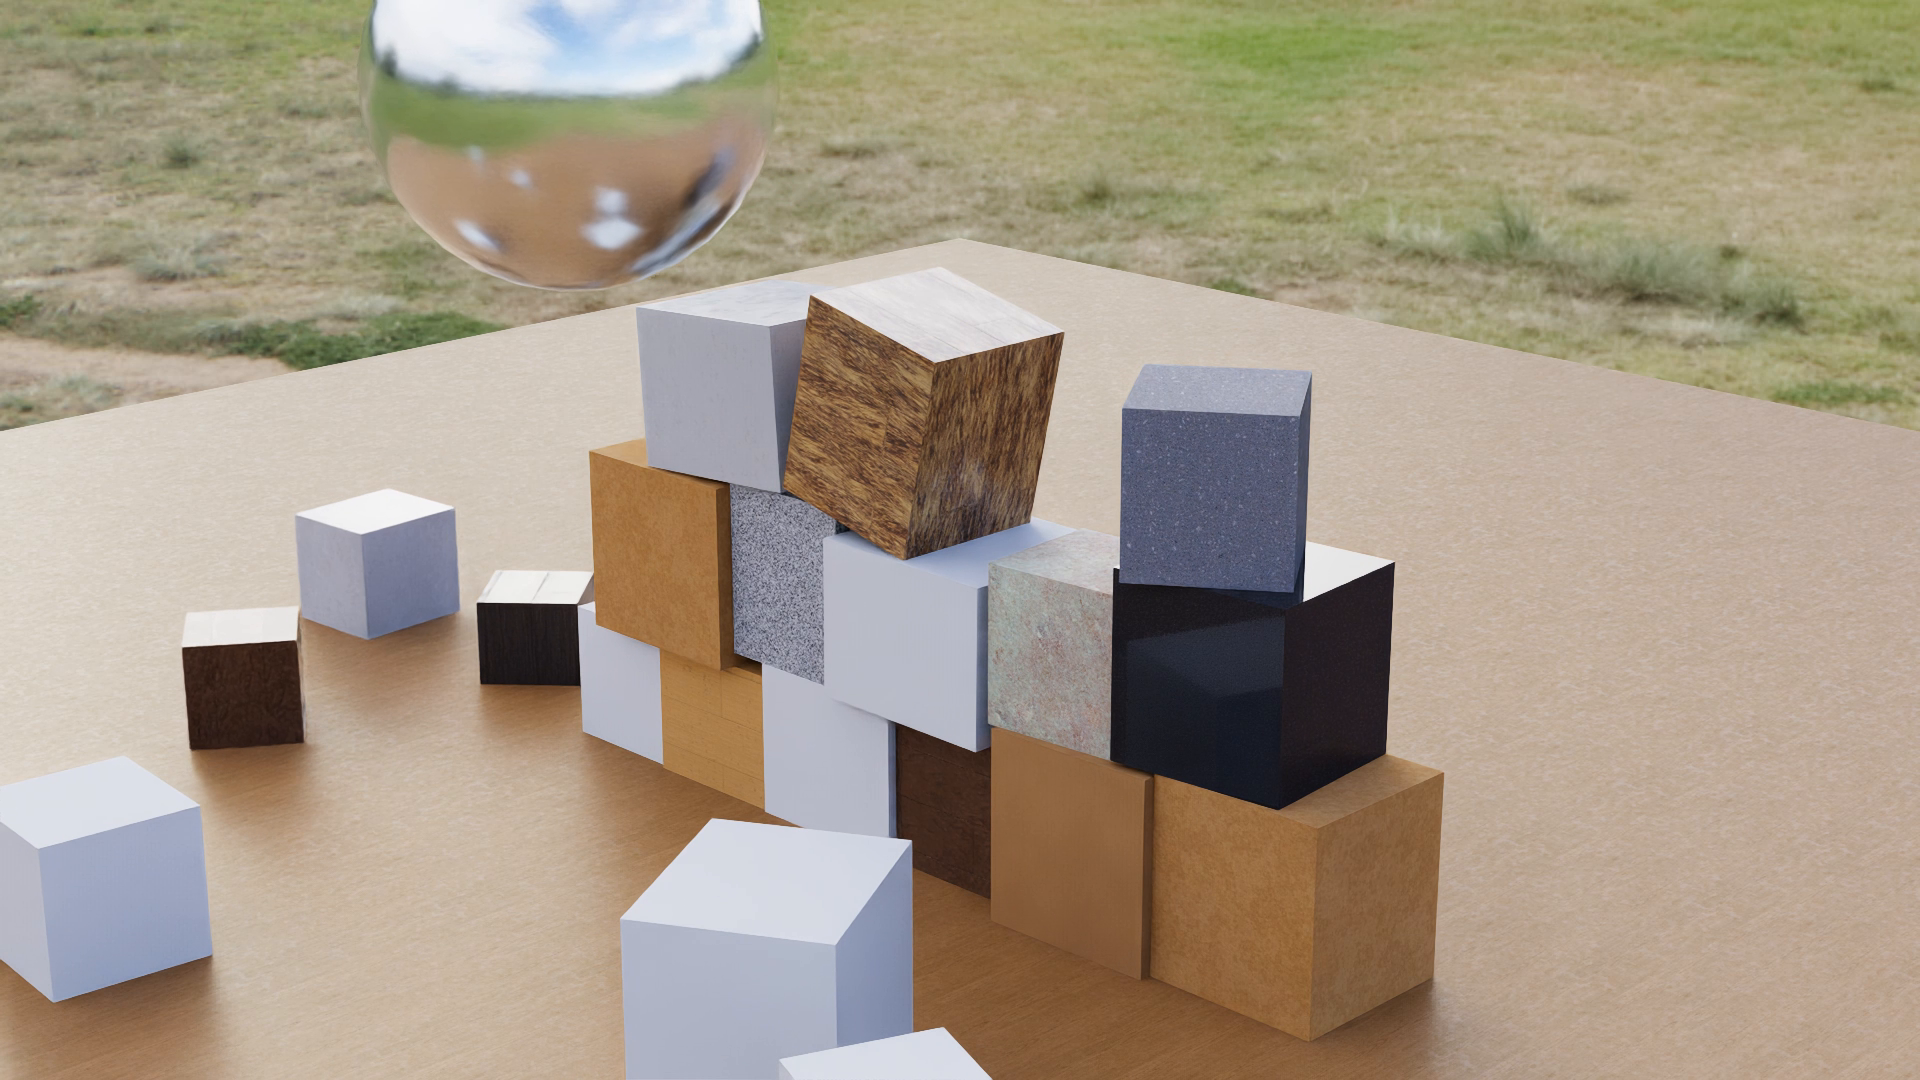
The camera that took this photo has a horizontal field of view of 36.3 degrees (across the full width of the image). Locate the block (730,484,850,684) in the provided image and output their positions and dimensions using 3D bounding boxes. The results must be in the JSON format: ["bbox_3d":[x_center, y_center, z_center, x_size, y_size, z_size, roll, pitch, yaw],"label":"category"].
[{"bbox_3d":[-0.547,0.120,13.976,0.789,0.870,0.733,-17,24,-42],"label":"block"}]

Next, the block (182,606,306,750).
[{"bbox_3d":[-3.695,0.709,15.157,0.568,0.558,0.551,-3,18,-11],"label":"block"}]

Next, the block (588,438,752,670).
[{"bbox_3d":[-1.173,-0.001,14.550,0.958,0.906,0.892,17,24,42],"label":"block"}]

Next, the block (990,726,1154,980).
[{"bbox_3d":[0.759,1.244,12.870,0.869,0.910,0.893,16,23,41],"label":"block"}]

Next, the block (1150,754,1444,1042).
[{"bbox_3d":[1.408,1.407,12.309,0.857,0.934,0.844,17,24,42],"label":"block"}]

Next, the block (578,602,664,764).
[{"bbox_3d":[-1.478,0.666,15.087,0.670,0.684,0.675,-17,24,-42],"label":"block"}]

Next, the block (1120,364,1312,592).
[{"bbox_3d":[1.054,-0.265,12.017,0.702,0.729,0.739,3,18,10],"label":"block"}]

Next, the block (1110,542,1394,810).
[{"bbox_3d":[1.213,0.506,12.198,0.846,0.851,0.809,14,22,38],"label":"block"}]

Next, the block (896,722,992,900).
[{"bbox_3d":[0.217,1.135,13.478,0.701,0.753,0.741,-17,24,-42],"label":"block"}]

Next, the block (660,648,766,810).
[{"bbox_3d":[-0.948,0.818,14.598,0.779,0.686,0.750,17,24,42],"label":"block"}]

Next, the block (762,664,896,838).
[{"bbox_3d":[-0.352,0.957,14.032,0.802,0.760,0.867,-17,24,-42],"label":"block"}]

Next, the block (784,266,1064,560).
[{"bbox_3d":[-0.172,-0.587,13.290,0.817,0.963,0.810,-17,37,-42],"label":"block"}]

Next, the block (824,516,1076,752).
[{"bbox_3d":[0.051,0.364,13.391,0.980,0.760,0.926,17,24,42],"label":"block"}]

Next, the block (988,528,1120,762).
[{"bbox_3d":[0.599,0.441,12.681,0.693,0.736,0.658,14,22,38],"label":"block"}]

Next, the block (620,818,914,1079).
[{"bbox_3d":[-0.730,1.718,11.431,0.844,0.867,0.999,5,18,15],"label":"block"}]

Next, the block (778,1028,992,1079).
[{"bbox_3d":[-0.192,2.218,10.110,0.624,0.706,0.774,-7,19,-22],"label":"block"}]

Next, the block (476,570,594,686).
[{"bbox_3d":[-2.310,0.478,16.043,0.545,0.468,0.554,1,17,2],"label":"block"}]

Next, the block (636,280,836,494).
[{"bbox_3d":[-0.874,-0.756,14.028,0.878,0.780,0.977,-16,20,-42],"label":"block"}]

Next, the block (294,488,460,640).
[{"bbox_3d":[-3.352,0.130,16.893,0.601,0.623,0.677,14,22,38],"label":"block"}]

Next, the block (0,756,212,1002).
[{"bbox_3d":[-3.740,1.441,12.601,0.720,0.695,0.748,-14,22,-38],"label":"block"}]

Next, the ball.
[{"bbox_3d":[-1.492,-1.752,11.227,1.600,1.600,1.600,0,17,0],"label":"ball"}]
